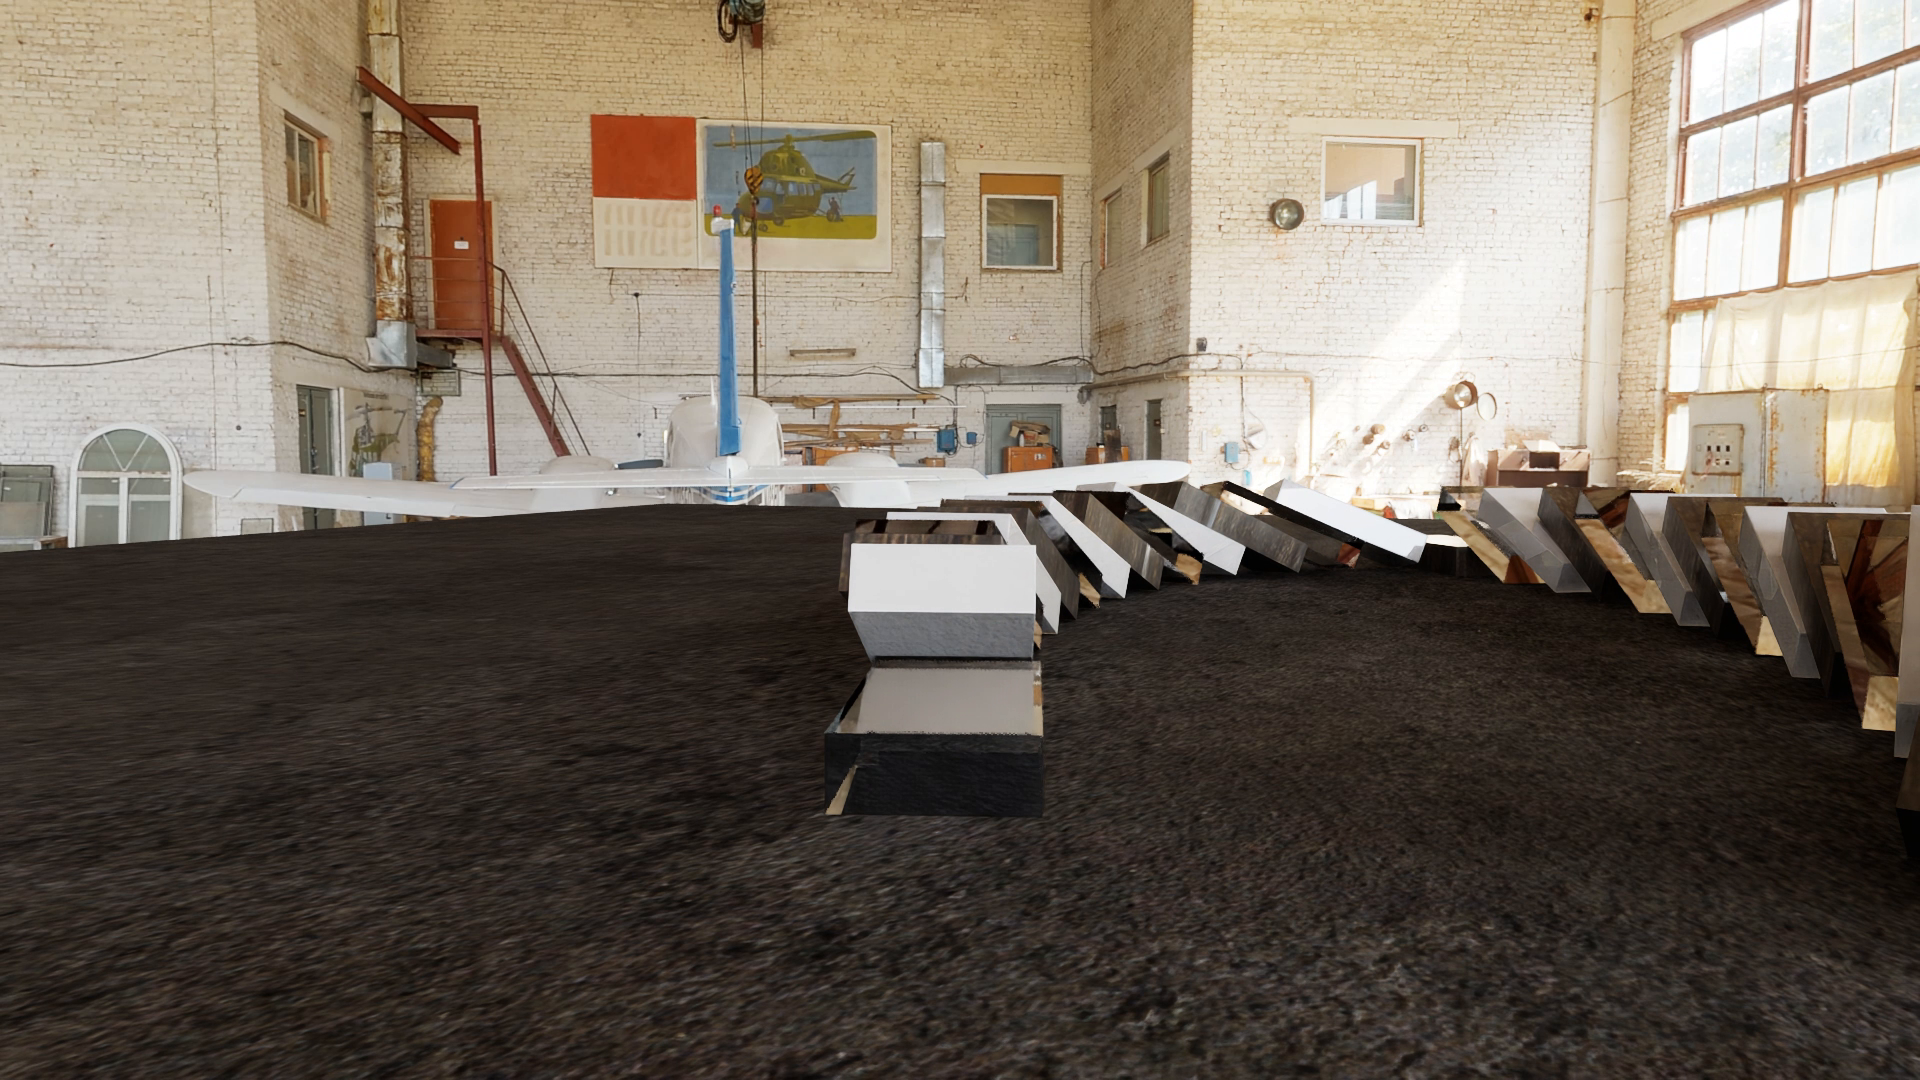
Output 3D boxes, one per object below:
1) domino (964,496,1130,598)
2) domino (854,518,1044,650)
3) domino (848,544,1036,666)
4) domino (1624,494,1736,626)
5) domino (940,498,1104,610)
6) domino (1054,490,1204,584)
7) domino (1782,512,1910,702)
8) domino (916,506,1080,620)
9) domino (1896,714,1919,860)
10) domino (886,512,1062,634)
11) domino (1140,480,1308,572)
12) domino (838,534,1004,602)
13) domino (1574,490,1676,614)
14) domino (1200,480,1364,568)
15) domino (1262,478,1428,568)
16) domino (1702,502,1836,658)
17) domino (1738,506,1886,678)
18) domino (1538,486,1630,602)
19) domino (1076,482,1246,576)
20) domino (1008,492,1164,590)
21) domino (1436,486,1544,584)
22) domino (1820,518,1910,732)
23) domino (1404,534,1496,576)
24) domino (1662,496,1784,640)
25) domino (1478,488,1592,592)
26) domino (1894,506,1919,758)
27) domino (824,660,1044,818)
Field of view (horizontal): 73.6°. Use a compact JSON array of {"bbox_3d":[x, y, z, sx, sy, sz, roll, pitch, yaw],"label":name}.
[{"bbox_3d":[0.023,0.002,0.339,0.025,0.010,0.050,2,-20,32],"label":"domino"},{"bbox_3d":[-0.001,0.009,0.246,0.025,0.009,0.050,1,-20,15],"label":"domino"},{"bbox_3d":[-0.001,0.013,0.196,0.025,0.010,0.050,0,-19,3],"label":"domino"},{"bbox_3d":[0.185,0.004,0.317,0.025,0.009,0.050,1,29,12],"label":"domino"},{"bbox_3d":[0.016,0.004,0.316,0.025,0.010,0.050,2,-20,25],"label":"domino"},{"bbox_3d":[0.049,0.000,0.378,0.025,0.010,0.050,3,-19,37],"label":"domino"},{"bbox_3d":[0.164,0.011,0.226,0.025,0.009,0.050,2,29,23],"label":"domino"},{"bbox_3d":[0.009,0.006,0.293,0.025,0.010,0.050,1,-20,19],"label":"domino"},{"bbox_3d":[0.116,0.011,0.131,0.025,0.050,0.009,5,-38,47],"label":"domino"},{"bbox_3d":[0.004,0.008,0.270,0.025,0.010,0.050,1,-20,17],"label":"domino"},{"bbox_3d":[0.083,-0.004,0.410,0.050,0.010,0.025,25,-9,-20],"label":"domino"},{"bbox_3d":[-0.002,0.012,0.222,0.025,0.009,0.050,1,-19,10],"label":"domino"},{"bbox_3d":[0.186,0.002,0.342,0.025,0.010,0.050,0,29,6],"label":"domino"},{"bbox_3d":[0.104,-0.005,0.423,0.050,0.010,0.025,23,-5,-8],"label":"domino"},{"bbox_3d":[0.127,-0.005,0.428,0.050,0.010,0.025,22,-5,1],"label":"domino"},{"bbox_3d":[0.177,0.008,0.272,0.025,0.009,0.050,1,29,17],"label":"domino"},{"bbox_3d":[0.171,0.009,0.249,0.025,0.009,0.050,2,29,19],"label":"domino"},{"bbox_3d":[0.186,0.000,0.365,0.025,0.010,0.050,0,29,4],"label":"domino"},{"bbox_3d":[0.061,-0.003,0.402,0.050,0.009,0.025,25,-10,-21],"label":"domino"},{"bbox_3d":[0.035,0.001,0.358,0.025,0.010,0.050,2,-20,34],"label":"domino"},{"bbox_3d":[0.177,-0.003,0.413,0.025,0.010,0.050,0,27,-5],"label":"domino"},{"bbox_3d":[0.155,0.013,0.204,0.025,0.010,0.050,2,29,26],"label":"domino"},{"bbox_3d":[0.167,0.005,0.440,0.025,0.010,0.050,-1,4,-11],"label":"domino"},{"bbox_3d":[0.182,0.006,0.295,0.025,0.009,0.050,1,29,14],"label":"domino"},{"bbox_3d":[0.181,-0.001,0.389,0.025,0.009,0.050,0,28,-6],"label":"domino"},{"bbox_3d":[0.149,0.013,0.182,0.025,0.010,0.050,3,35,37],"label":"domino"},{"bbox_3d":[-0.002,0.025,0.171,0.025,0.009,0.050,0,4,3],"label":"domino"}]
